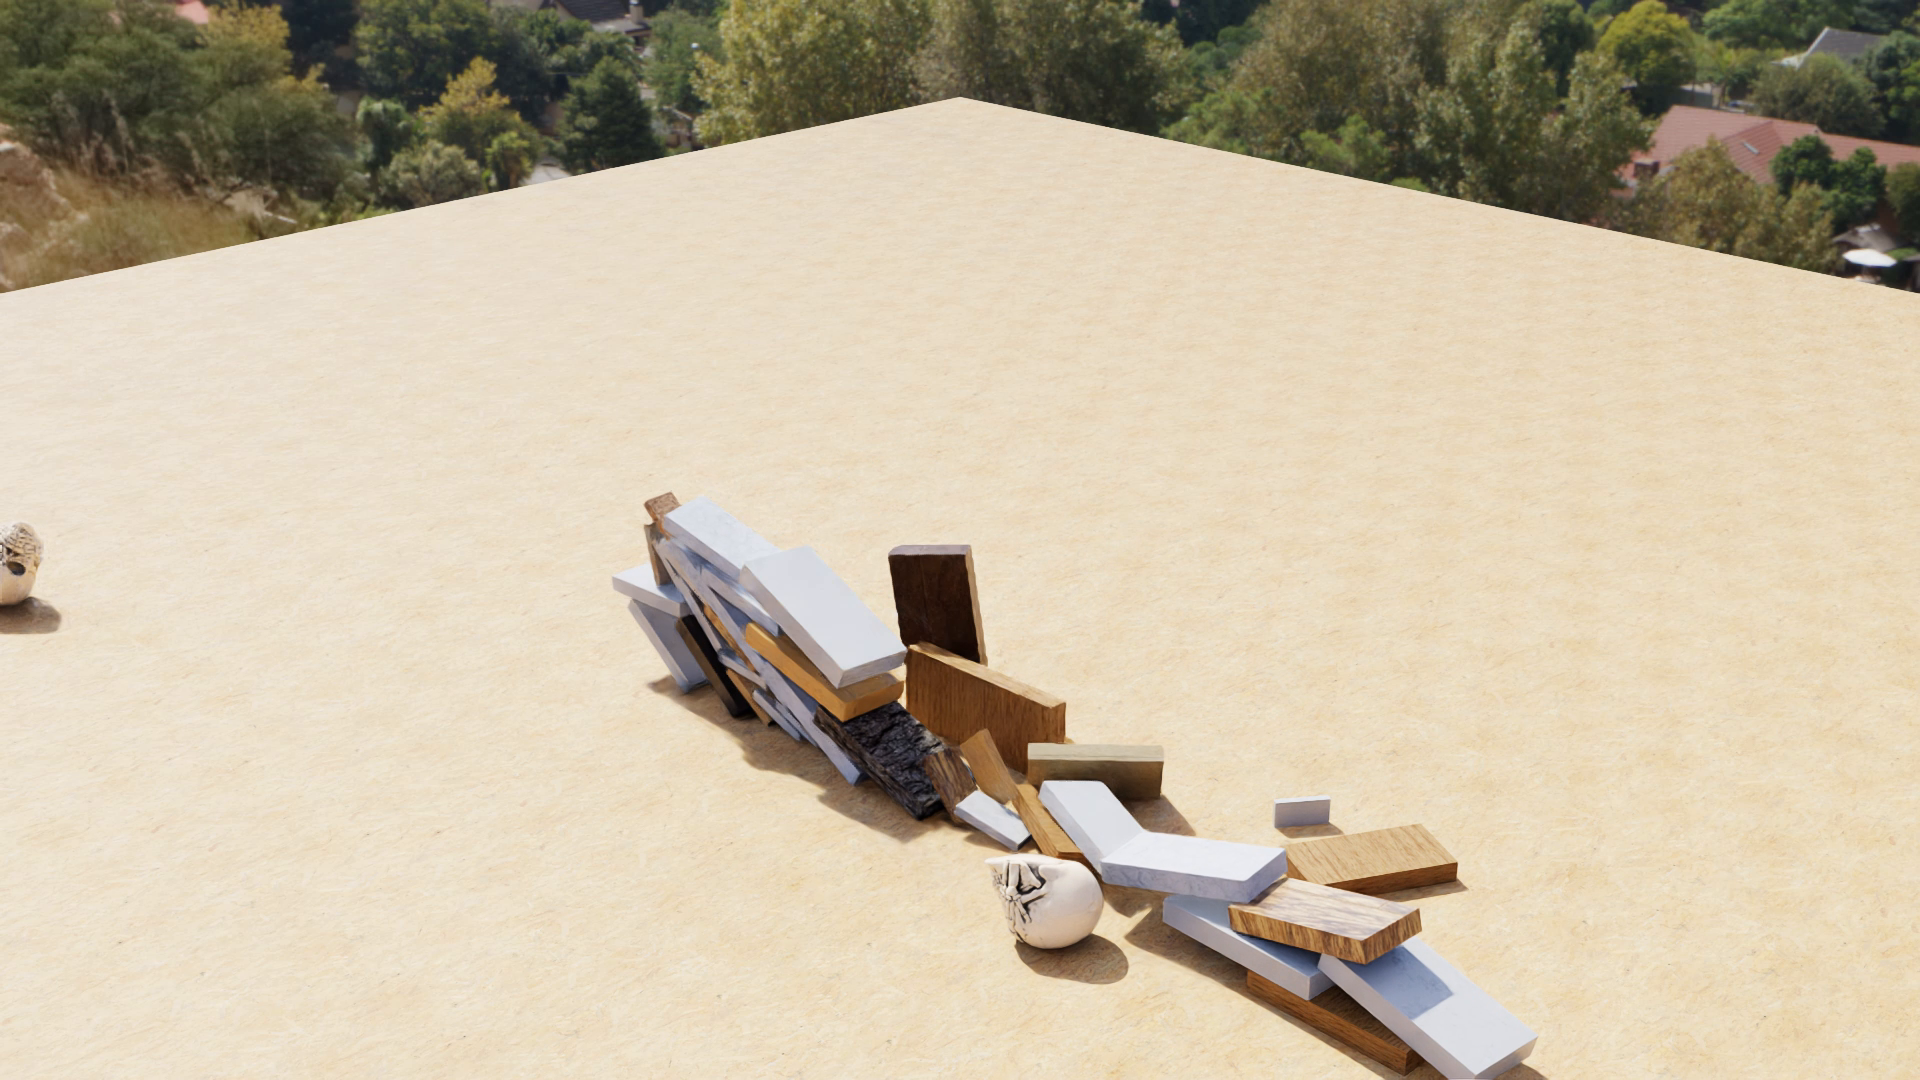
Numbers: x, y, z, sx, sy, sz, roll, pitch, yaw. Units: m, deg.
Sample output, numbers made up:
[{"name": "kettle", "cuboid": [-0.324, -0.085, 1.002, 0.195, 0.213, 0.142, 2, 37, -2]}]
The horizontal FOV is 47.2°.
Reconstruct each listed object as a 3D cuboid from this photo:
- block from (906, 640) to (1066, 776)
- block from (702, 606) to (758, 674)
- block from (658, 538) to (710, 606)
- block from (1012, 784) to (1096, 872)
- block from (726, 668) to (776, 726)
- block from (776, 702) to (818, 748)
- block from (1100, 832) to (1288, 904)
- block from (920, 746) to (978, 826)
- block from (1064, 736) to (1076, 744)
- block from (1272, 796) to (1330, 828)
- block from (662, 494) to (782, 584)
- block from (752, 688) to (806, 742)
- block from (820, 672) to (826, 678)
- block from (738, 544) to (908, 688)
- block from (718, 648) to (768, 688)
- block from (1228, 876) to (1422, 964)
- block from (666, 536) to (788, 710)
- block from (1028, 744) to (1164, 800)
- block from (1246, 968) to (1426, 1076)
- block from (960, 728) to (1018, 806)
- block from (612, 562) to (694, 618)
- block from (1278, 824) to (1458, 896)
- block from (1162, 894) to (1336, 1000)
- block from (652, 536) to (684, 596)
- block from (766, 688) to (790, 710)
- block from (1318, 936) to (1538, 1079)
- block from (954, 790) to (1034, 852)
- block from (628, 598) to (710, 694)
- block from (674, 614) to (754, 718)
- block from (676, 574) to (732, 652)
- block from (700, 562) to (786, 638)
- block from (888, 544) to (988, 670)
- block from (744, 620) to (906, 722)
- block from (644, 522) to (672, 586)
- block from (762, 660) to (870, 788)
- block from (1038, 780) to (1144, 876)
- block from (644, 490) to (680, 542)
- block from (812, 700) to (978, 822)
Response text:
[{"name": "block", "cuboid": [0.051, 0.363, 4.677, 0.415, 0.176, 0.050, 21, 28, 40]}, {"name": "block", "cuboid": [-0.469, 0.201, 4.830, 0.097, 0.027, 0.194, -21, 59, -39]}, {"name": "block", "cuboid": [-0.575, 0.061, 4.883, 0.097, 0.027, 0.194, -20, 56, -39]}, {"name": "block", "cuboid": [0.207, 0.567, 4.333, 0.136, 0.039, 0.273, 7, 20, -20]}, {"name": "block", "cuboid": [-0.437, 0.333, 4.842, 0.078, 0.022, 0.157, -22, 65, -41]}, {"name": "block", "cuboid": [-0.328, 0.387, 4.751, 0.069, 0.020, 0.138, -22, 52, -41]}, {"name": "block", "cuboid": [0.428, 0.597, 4.027, 0.304, 0.043, 0.152, 2, 16, 37]}, {"name": "block", "cuboid": [-0.010, 0.497, 4.440, 0.076, 0.022, 0.152, -18, 70, -36]}, {"name": "block", "cuboid": [0.232, 0.454, 4.625, 0.016, 0.057, 0.113, 38, -3, -37]}, {"name": "block", "cuboid": [0.684, 0.544, 4.406, 0.113, 0.057, 0.016, -3, 23, -8]}, {"name": "block", "cuboid": [-0.512, 0.003, 4.785, 0.250, 0.035, 0.125, 34, 39, 20]}, {"name": "block", "cuboid": [-0.371, 0.371, 4.788, 0.078, 0.022, 0.157, -22, 52, -41]}, {"name": "block", "cuboid": [-0.273, 0.243, 4.583, 0.053, 0.015, 0.105, -1, 43, -19]}, {"name": "block", "cuboid": [-0.288, 0.155, 4.589, 0.176, 0.050, 0.352, -17, 50, -41]}, {"name": "block", "cuboid": [-0.449, 0.274, 4.828, 0.157, 0.022, 0.078, 26, 34, 38]}, {"name": "block", "cuboid": [0.631, 0.658, 3.816, 0.152, 0.043, 0.304, -19, 15, -37]}, {"name": "block", "cuboid": [-0.458, 0.160, 4.792, 0.125, 0.035, 0.467, -21, 65, -41]}, {"name": "block", "cuboid": [0.274, 0.471, 4.473, 0.273, 0.136, 0.039, 1, 50, 2]}, {"name": "block", "cuboid": [0.683, 0.800, 3.814, 0.169, 0.048, 0.338, -21, 30, -40]}, {"name": "block", "cuboid": [0.059, 0.465, 4.432, 0.022, 0.076, 0.152, -12, 70, -41]}, {"name": "block", "cuboid": [-0.664, 0.110, 4.995, 0.126, 0.036, 0.251, -21, 28, -40]}, {"name": "block", "cuboid": [0.784, 0.623, 4.236, 0.304, 0.043, 0.152, -7, 24, -15]}, {"name": "block", "cuboid": [0.545, 0.699, 3.930, 0.169, 0.048, 0.338, -20, 30, -39]}, {"name": "block", "cuboid": [-0.625, 0.052, 4.928, 0.071, 0.142, 0.020, -21, -14, -39]}, {"name": "block", "cuboid": [-0.348, 0.343, 4.753, 0.069, 0.020, 0.138, -21, 37, -41]}, {"name": "block", "cuboid": [0.788, 0.779, 3.716, 0.169, 0.048, 0.338, -18, 42, -37]}, {"name": "block", "cuboid": [0.072, 0.558, 4.369, 0.152, 0.022, 0.076, 29, 34, 23]}, {"name": "block", "cuboid": [-0.636, 0.223, 5.010, 0.126, 0.036, 0.251, -21, 67, -41]}, {"name": "block", "cuboid": [-0.514, 0.266, 4.896, 0.126, 0.036, 0.251, -21, 70, -41]}, {"name": "block", "cuboid": [-0.544, 0.149, 4.885, 0.097, 0.027, 0.193, -20, 73, -39]}, {"name": "block", "cuboid": [-0.429, 0.113, 4.737, 0.250, 0.035, 0.125, 34, 39, 32]}, {"name": "block", "cuboid": [-0.044, 0.183, 4.853, 0.176, 0.352, 0.050, -1, 23, 17]}, {"name": "block", "cuboid": [-0.287, 0.253, 4.639, 0.164, 0.046, 0.328, -20, 43, -40]}, {"name": "block", "cuboid": [-0.666, 0.025, 4.962, 0.071, 0.142, 0.020, -19, 14, -40]}, {"name": "block", "cuboid": [-0.257, 0.361, 4.653, 0.164, 0.046, 0.328, -21, 60, -41]}, {"name": "block", "cuboid": [0.274, 0.558, 4.274, 0.136, 0.039, 0.273, 4, 25, -28]}, {"name": "block", "cuboid": [-0.636, -0.036, 4.893, 0.071, 0.020, 0.142, -25, 75, -42]}, {"name": "block", "cuboid": [-0.133, 0.432, 4.538, 0.328, 0.046, 0.164, 40, 41, 27]}]
